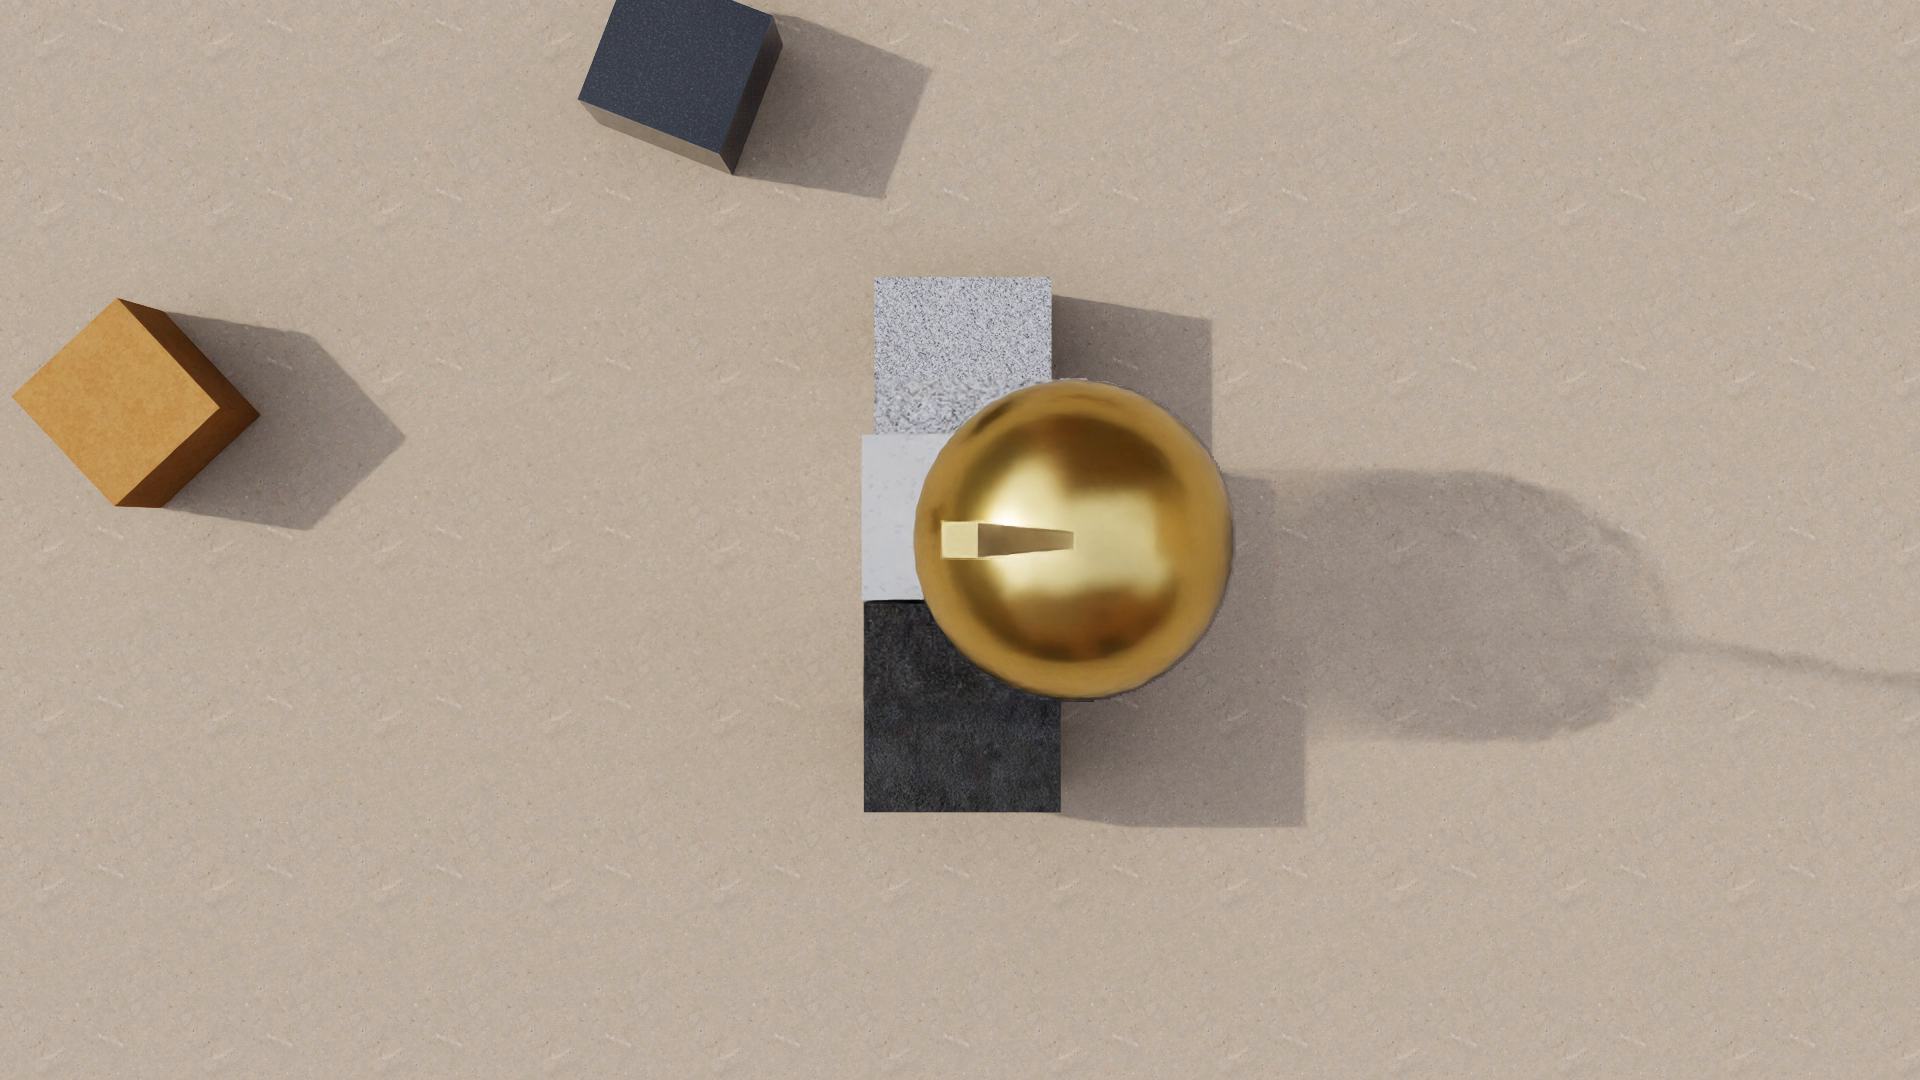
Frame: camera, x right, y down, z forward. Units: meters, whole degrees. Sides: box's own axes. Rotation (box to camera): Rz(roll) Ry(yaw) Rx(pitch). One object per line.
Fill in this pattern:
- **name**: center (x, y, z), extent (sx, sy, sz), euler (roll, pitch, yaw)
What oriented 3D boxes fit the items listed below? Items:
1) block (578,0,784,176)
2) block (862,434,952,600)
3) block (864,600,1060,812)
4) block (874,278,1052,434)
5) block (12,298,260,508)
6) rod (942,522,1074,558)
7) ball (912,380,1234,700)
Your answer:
- **block**: center (-1.590, -2.693, 12.636), extent (0.848, 0.729, 0.827), euler (21, 90, 0)
- **block**: center (-0.008, -0.121, 12.448), extent (1.054, 1.104, 0.898), euler (0, 90, 0)
- **block**: center (0.012, 0.898, 12.380), extent (1.054, 1.239, 1.119), euler (0, 90, 0)
- **block**: center (0.016, -1.018, 12.595), extent (0.982, 0.811, 0.879), euler (0, 90, 0)
- **block**: center (-4.717, -0.771, 12.641), extent (0.807, 0.718, 0.842), euler (-43, 90, 0)
- **rod**: center (0.244, 0.000, 7.580), extent (0.080, 5.200, 0.080), euler (0, 90, 5)
- **ball**: center (0.563, 0.000, 10.965), extent (1.600, 1.600, 1.600), euler (0, 90, 0)
